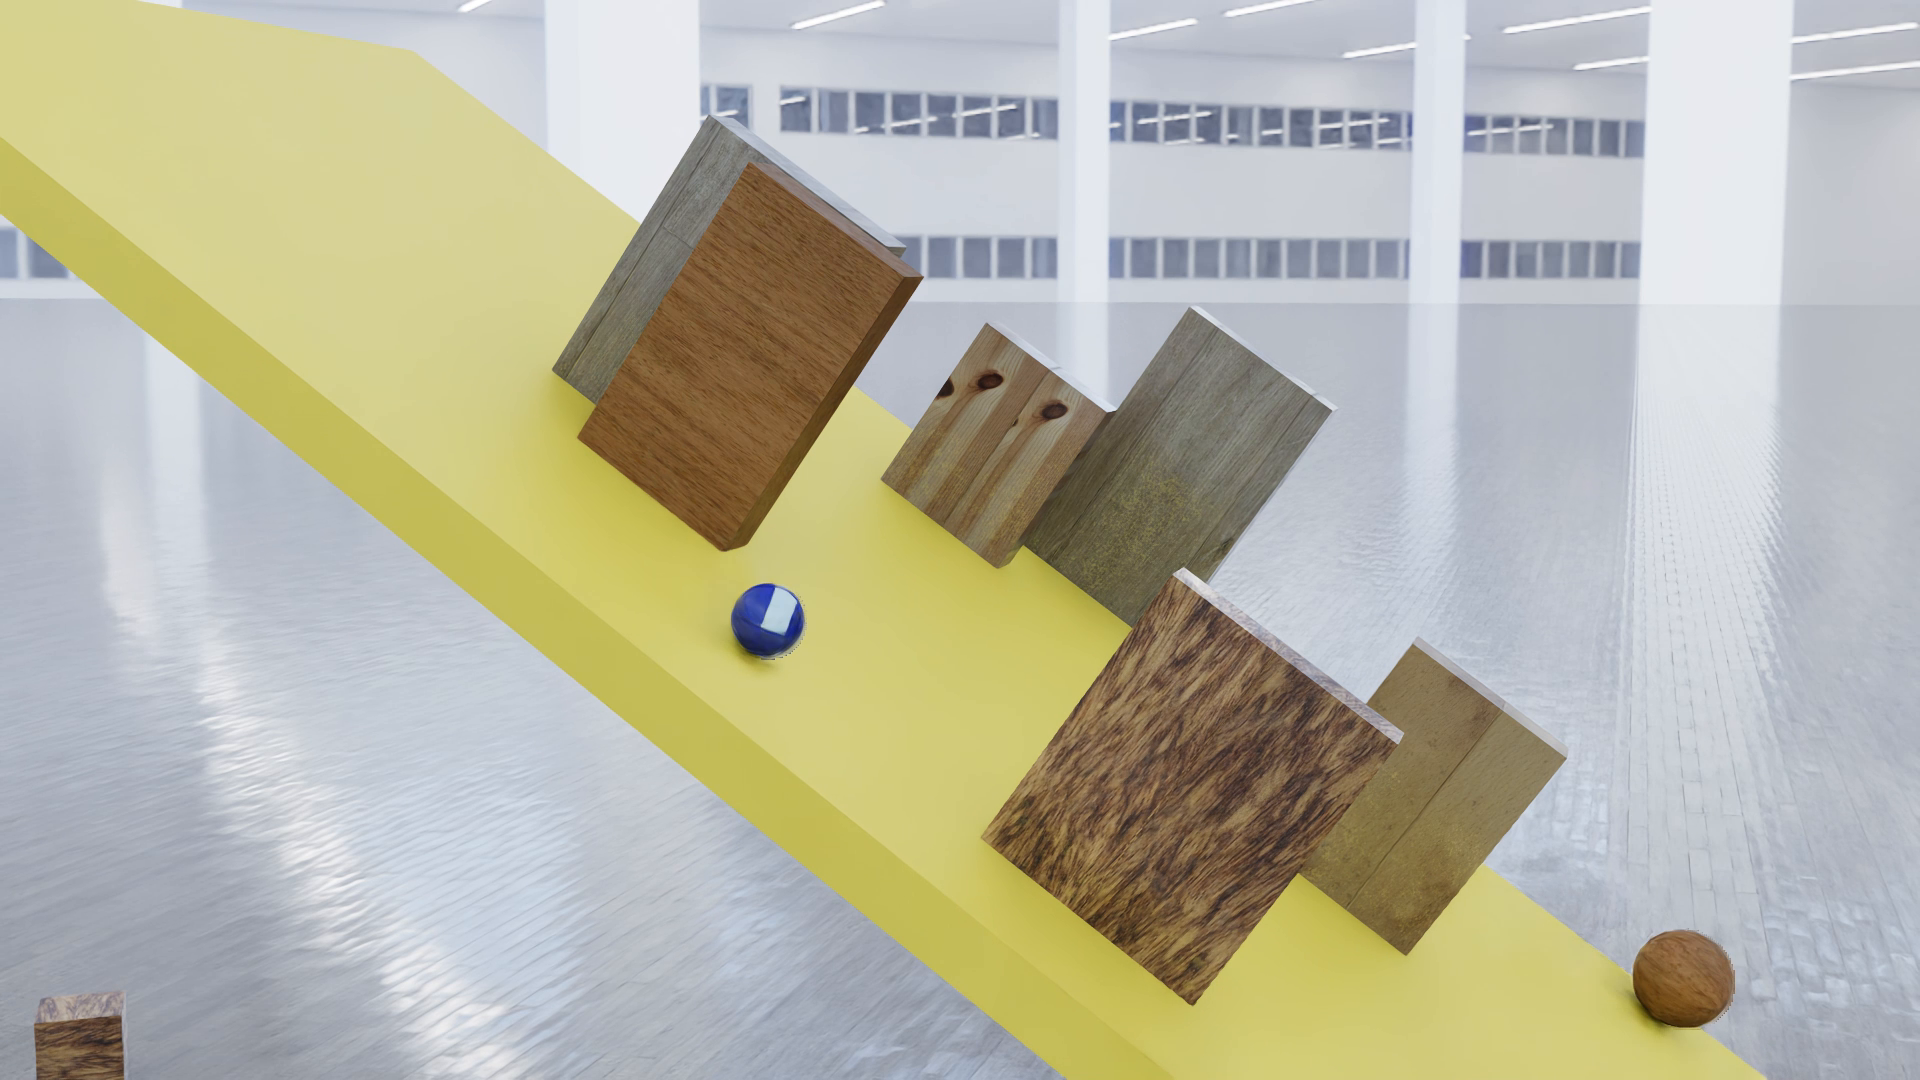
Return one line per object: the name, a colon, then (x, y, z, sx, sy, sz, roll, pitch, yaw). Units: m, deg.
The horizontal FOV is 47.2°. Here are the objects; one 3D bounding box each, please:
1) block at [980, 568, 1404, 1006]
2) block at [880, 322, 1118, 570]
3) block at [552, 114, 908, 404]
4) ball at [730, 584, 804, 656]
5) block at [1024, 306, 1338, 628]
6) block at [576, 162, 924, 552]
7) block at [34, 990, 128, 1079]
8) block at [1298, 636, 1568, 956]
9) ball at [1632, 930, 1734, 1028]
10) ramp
block: (0.335, 0.362, 3.228, 0.398, 0.500, 0.083, 37, 16, 10)
block: (0.079, -0.197, 4.554, 0.312, 0.401, 0.095, 37, 16, 10)
block: (-0.413, -0.408, 3.894, 0.396, 0.545, 0.112, 37, 16, 10)
ball: (-0.294, 0.123, 3.369, 0.113, 0.113, 0.113, 0, 7, 0)
block: (0.470, -0.135, 4.741, 0.373, 0.634, 0.095, 37, 16, 10)
block: (-0.355, -0.304, 3.676, 0.324, 0.559, 0.105, 37, 16, 10)
block: (-2.006, 1.155, 5.026, 0.182, 0.182, 0.182, -2, 7, -18)
block: (0.820, 0.464, 3.989, 0.331, 0.468, 0.091, 37, 16, 10)
ball: (1.500, 0.911, 4.567, 0.200, 0.200, 0.200, 0, 7, 0)
ramp: (-0.089, 0.161, 4.081, 4.000, 0.100, 2.000, 37, 16, 10)
